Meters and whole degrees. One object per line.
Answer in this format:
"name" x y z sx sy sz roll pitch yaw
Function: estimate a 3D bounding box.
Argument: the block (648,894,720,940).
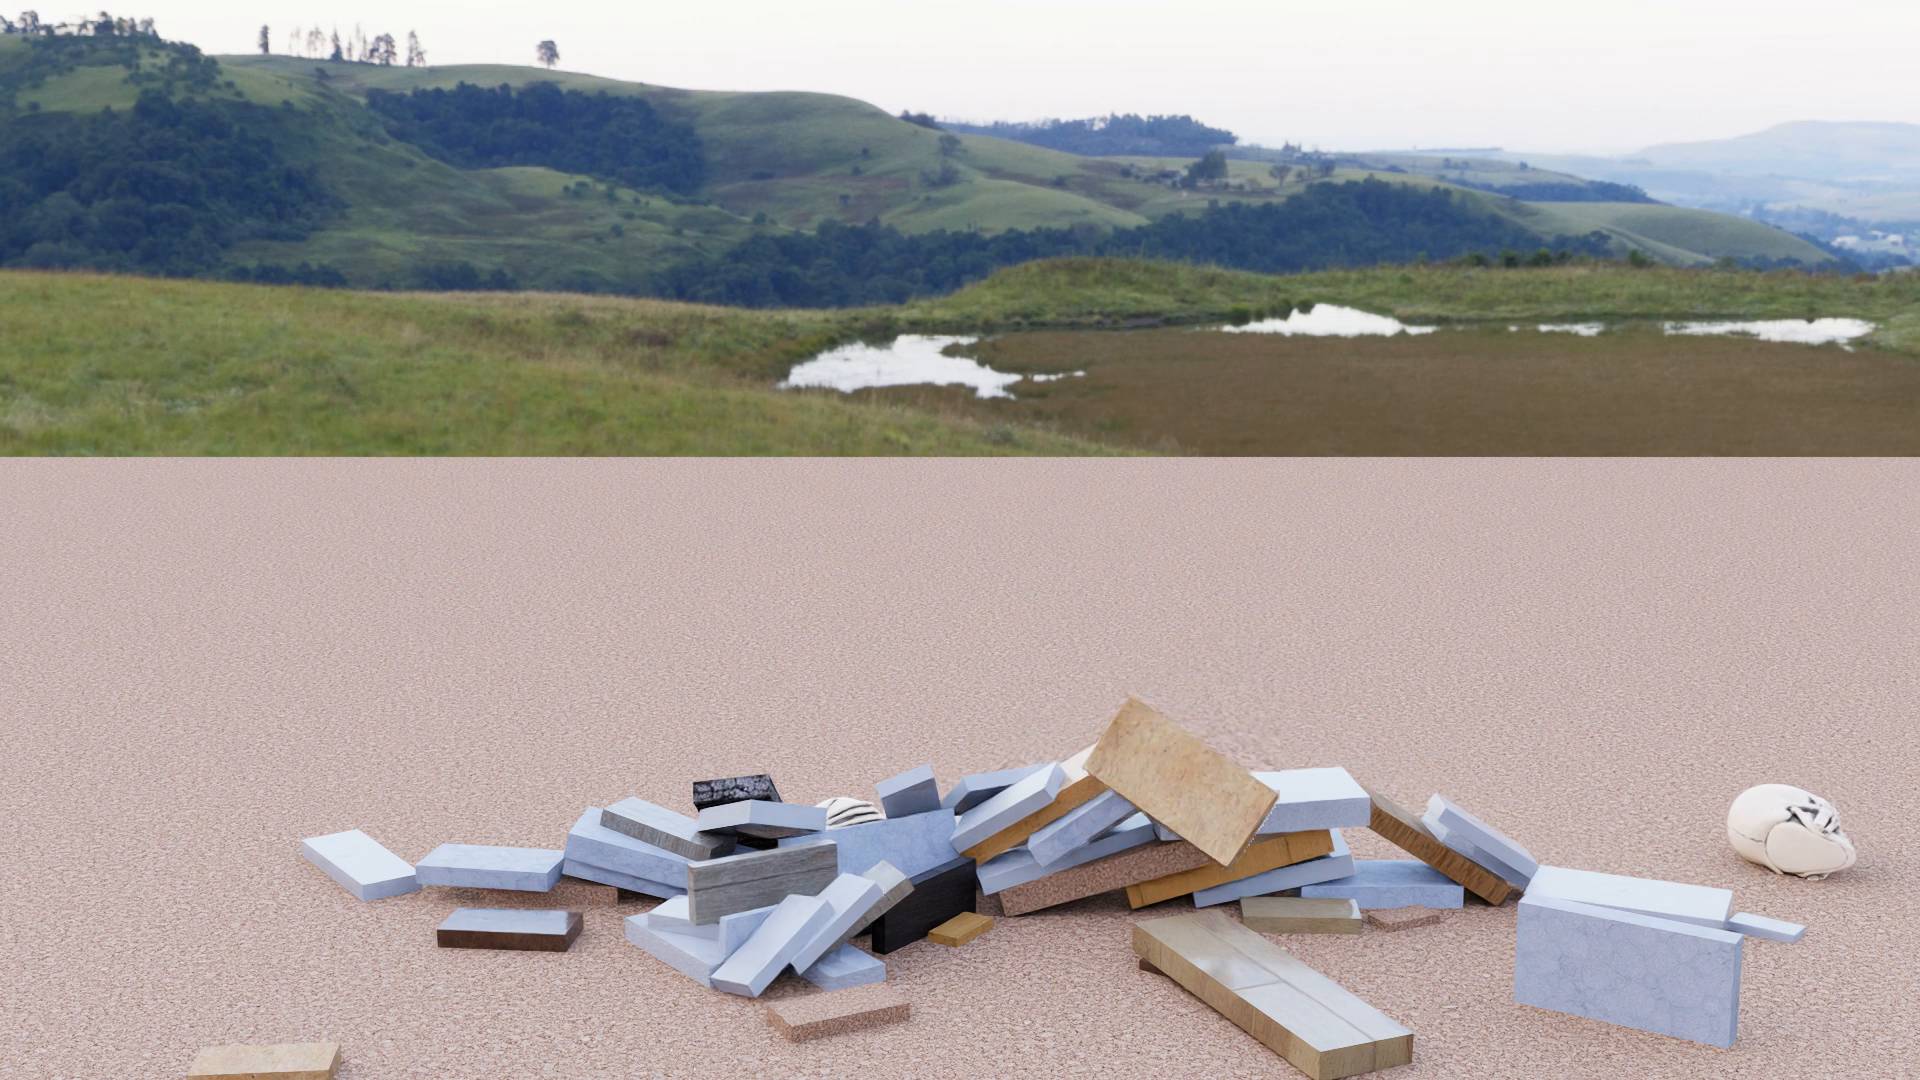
"block" -0.382 0.588 3.409 0.182 0.026 0.091 5 11 23

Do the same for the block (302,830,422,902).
"block" -1.028 0.556 3.772 0.102 0.029 0.291 -8 13 -35

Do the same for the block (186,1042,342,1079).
"block" -0.934 0.709 2.956 0.183 0.026 0.091 -1 11 -6

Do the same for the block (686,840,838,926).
"block" -0.303 0.529 3.401 0.242 0.091 0.026 -6 8 -29

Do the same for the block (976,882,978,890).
"block" -0.028 0.577 3.694 0.109 0.015 0.054 -3 11 -17

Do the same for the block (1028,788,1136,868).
"block" 0.236 0.416 3.547 0.275 0.039 0.137 -34 8 9

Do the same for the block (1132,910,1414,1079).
"block" 0.441 0.649 3.182 0.153 0.043 0.495 -4 13 -25

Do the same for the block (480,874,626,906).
"block" -0.675 0.573 3.670 0.228 0.032 0.114 0 11 2

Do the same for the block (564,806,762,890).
"block" -0.490 0.521 3.653 0.303 0.043 0.152 14 10 1

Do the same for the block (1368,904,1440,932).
"block" 0.713 0.608 3.533 0.104 0.015 0.052 -5 12 -26

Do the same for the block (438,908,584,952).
"block" -0.707 0.613 3.464 0.204 0.029 0.102 1 10 6

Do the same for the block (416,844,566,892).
"block" -0.774 0.544 3.654 0.228 0.032 0.114 2 11 10

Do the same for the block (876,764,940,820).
"block" -0.077 0.463 3.670 0.092 0.026 0.313 -21 -29 -7

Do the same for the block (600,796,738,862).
"block" -0.484 0.483 3.662 0.204 0.029 0.102 17 11 17

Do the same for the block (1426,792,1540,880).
"block" 0.869 0.491 3.656 0.186 0.026 0.093 32 9 -4

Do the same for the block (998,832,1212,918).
"block" 0.234 0.526 3.624 0.342 0.048 0.171 -16 10 4

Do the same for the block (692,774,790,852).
"block" -0.364 0.471 3.745 0.128 0.036 0.256 -7 -29 4

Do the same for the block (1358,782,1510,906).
"block" 0.777 0.504 3.649 0.266 0.038 0.133 31 9 -6

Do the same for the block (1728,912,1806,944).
"block" 1.280 0.616 3.490 0.104 0.015 0.052 8 13 38

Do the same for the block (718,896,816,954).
"block" -0.278 0.585 3.355 0.015 0.054 0.223 11 10 42

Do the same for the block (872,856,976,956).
"block" -0.055 0.577 3.484 0.027 0.094 0.231 8 13 37

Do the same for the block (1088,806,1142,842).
"block" 0.285 0.416 3.579 0.187 0.027 0.094 -34 9 17

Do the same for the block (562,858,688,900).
"block" -0.536 0.548 3.659 0.228 0.032 0.114 14 10 -2

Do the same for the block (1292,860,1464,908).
"block" 0.690 0.572 3.661 0.266 0.038 0.133 0 11 -1

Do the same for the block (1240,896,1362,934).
"block" 0.545 0.602 3.530 0.186 0.026 0.093 1 11 3

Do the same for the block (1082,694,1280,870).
"block" 0.341 0.375 3.414 0.275 0.137 0.039 33 -5 19

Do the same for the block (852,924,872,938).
"block" -0.138 0.600 3.488 0.095 0.047 0.013 -7 12 -32

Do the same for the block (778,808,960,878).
"block" -0.139 0.533 3.547 0.303 0.152 0.043 -6 -5 -31

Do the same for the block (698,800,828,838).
"block" -0.322 0.454 3.565 0.128 0.036 0.256 10 -14 -23

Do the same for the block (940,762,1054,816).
"block" 0.070 0.421 3.702 0.194 0.028 0.097 -5 -31 -34

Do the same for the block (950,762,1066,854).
"block" 0.078 0.435 3.575 0.194 0.028 0.097 -32 9 24

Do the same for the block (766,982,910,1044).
"block" -0.174 0.674 3.143 0.183 0.026 0.091 -5 12 -27

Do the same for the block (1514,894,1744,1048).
"block" 0.949 0.611 3.134 0.307 0.153 0.043 7 13 33

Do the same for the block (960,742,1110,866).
"block" 0.129 0.433 3.611 0.274 0.039 0.137 -33 9 20

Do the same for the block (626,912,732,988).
"block" -0.397 0.622 3.395 0.128 0.036 0.256 -8 13 -37

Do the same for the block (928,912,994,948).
"block" 0.002 0.617 3.483 0.054 0.015 0.109 7 12 32

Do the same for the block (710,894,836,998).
"block" -0.277 0.601 3.268 0.092 0.026 0.184 -3 34 48

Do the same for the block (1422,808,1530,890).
"block" 0.866 0.517 3.676 0.186 0.026 0.093 30 9 -16

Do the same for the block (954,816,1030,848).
"block" 0.043 0.515 3.956 0.303 0.043 0.152 -6 12 -29

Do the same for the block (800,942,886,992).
"block" -0.204 0.638 3.338 0.094 0.027 0.187 -7 13 -35

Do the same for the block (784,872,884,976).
"block" -0.208 0.576 3.310 0.182 0.026 0.091 -41 25 -27

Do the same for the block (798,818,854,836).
"block" -0.198 0.534 3.899 0.184 0.026 0.092 10 14 42

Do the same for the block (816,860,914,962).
"block" -0.165 0.564 3.353 0.182 0.026 0.091 -35 22 -16

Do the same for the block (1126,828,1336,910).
"block" 0.434 0.514 3.648 0.342 0.048 0.171 -16 10 1

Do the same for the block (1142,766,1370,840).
"block" 0.481 0.430 3.601 0.342 0.048 0.171 -3 11 -5

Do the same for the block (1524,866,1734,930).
"block" 1.079 0.589 3.553 0.307 0.043 0.153 5 12 24

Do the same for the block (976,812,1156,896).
"block" 0.168 0.510 3.601 0.294 0.028 0.097 -17 10 -6

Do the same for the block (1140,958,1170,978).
"block" 0.323 0.639 3.360 0.052 0.015 0.104 9 14 35

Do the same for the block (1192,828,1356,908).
"block" 0.512 0.544 3.657 0.266 0.038 0.133 -12 10 2
